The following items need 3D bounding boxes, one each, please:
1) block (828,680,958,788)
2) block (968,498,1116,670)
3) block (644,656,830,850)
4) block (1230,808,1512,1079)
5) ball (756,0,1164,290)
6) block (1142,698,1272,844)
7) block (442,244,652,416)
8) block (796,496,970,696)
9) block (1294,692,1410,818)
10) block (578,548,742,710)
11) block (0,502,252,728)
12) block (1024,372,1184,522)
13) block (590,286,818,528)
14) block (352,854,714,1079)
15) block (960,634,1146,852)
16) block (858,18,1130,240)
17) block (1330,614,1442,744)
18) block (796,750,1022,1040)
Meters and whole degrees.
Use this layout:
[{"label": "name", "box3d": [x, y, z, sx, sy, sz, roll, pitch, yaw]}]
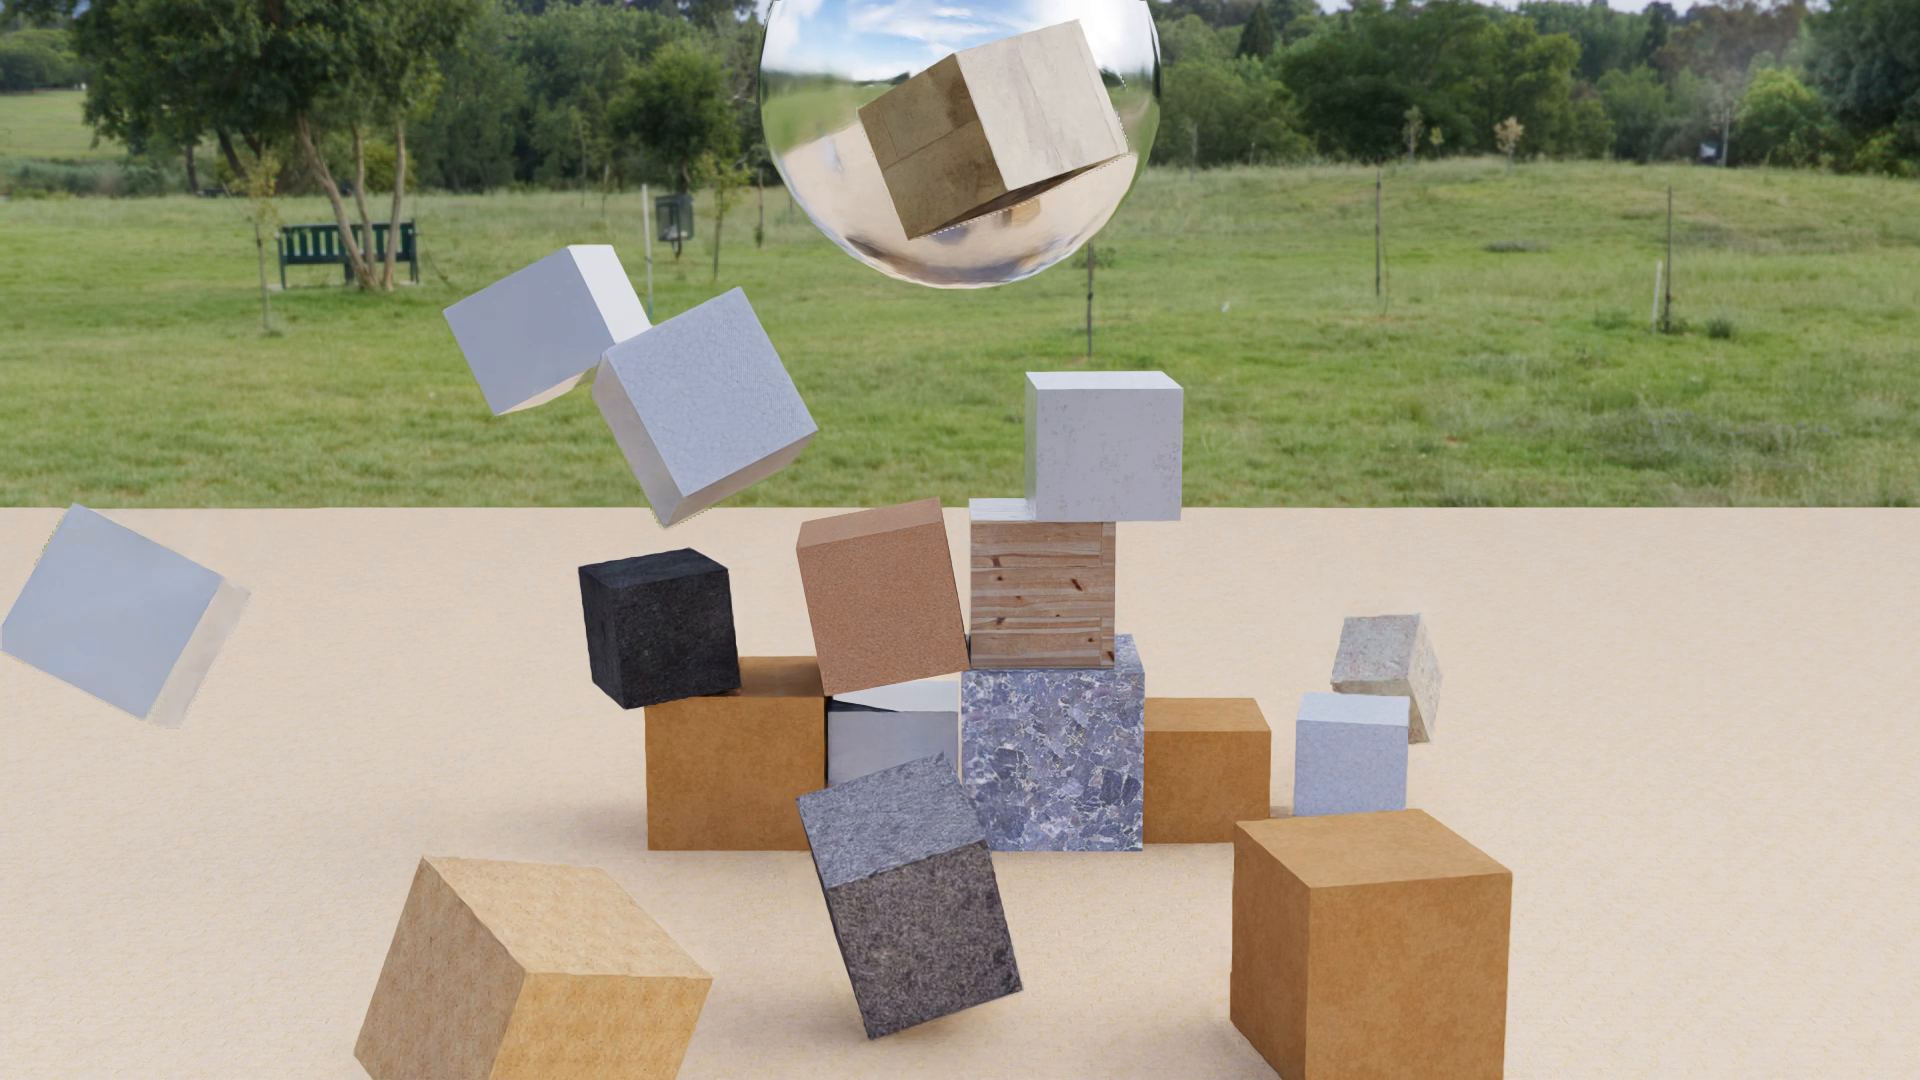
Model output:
[{"label": "block", "box3d": [-0.335, 1.139, 11.380, 0.655, 0.688, 0.645, 0, 10, 0]}, {"label": "block", "box3d": [0.406, 0.213, 11.181, 0.713, 0.752, 0.668, 0, 10, -1]}, {"label": "block", "box3d": [-1.117, 1.088, 11.370, 0.889, 0.791, 0.878, 0, 10, 0]}, {"label": "block", "box3d": [1.569, 1.585, 8.516, 0.796, 0.834, 0.808, -2, 11, -13]}, {"label": "ball", "box3d": [0.000, -1.792, 8.693, 1.600, 1.600, 1.600, 0, 10, 0]}, {"label": "block", "box3d": [1.241, 1.186, 11.402, 0.642, 0.587, 0.674, 0, 10, 0]}, {"label": "block", "box3d": [-2.138, -1.116, 11.587, 0.752, 0.600, 0.760, -25, 4, 11]}, {"label": "block", "box3d": [-0.387, 0.274, 11.176, 0.731, 0.760, 0.754, -11, 10, 0]}, {"label": "block", "box3d": [2.034, 1.171, 11.398, 0.551, 0.617, 0.585, 2, 11, 12]}, {"label": "block", "box3d": [-1.508, 0.432, 11.006, 0.593, 0.607, 0.641, -10, 13, -22]}, {"label": "block", "box3d": [-3.236, 0.301, 8.534, 0.628, 0.608, 0.542, 27, -10, -3]}, {"label": "block", "box3d": [0.710, -0.481, 11.075, 0.711, 0.652, 0.792, 0, 10, -2]}, {"label": "block", "box3d": [-1.322, -0.660, 11.221, 0.757, 0.818, 0.891, -28, -2, -17]}, {"label": "block", "box3d": [-1.465, 1.625, 7.503, 0.732, 0.764, 0.800, 12, 13, -42]}, {"label": "block", "box3d": [0.459, 1.028, 11.352, 0.907, 0.915, 0.884, 0, 10, 0]}, {"label": "block", "box3d": [0.107, -1.350, 7.254, 0.551, 0.460, 0.565, -24, 5, -36]}, {"label": "block", "box3d": [2.377, 0.778, 12.230, 0.436, 0.520, 0.493, -4, 42, 27]}, {"label": "block", "box3d": [-0.207, 1.414, 8.803, 0.637, 0.756, 0.664, -17, 28, -7]}]
